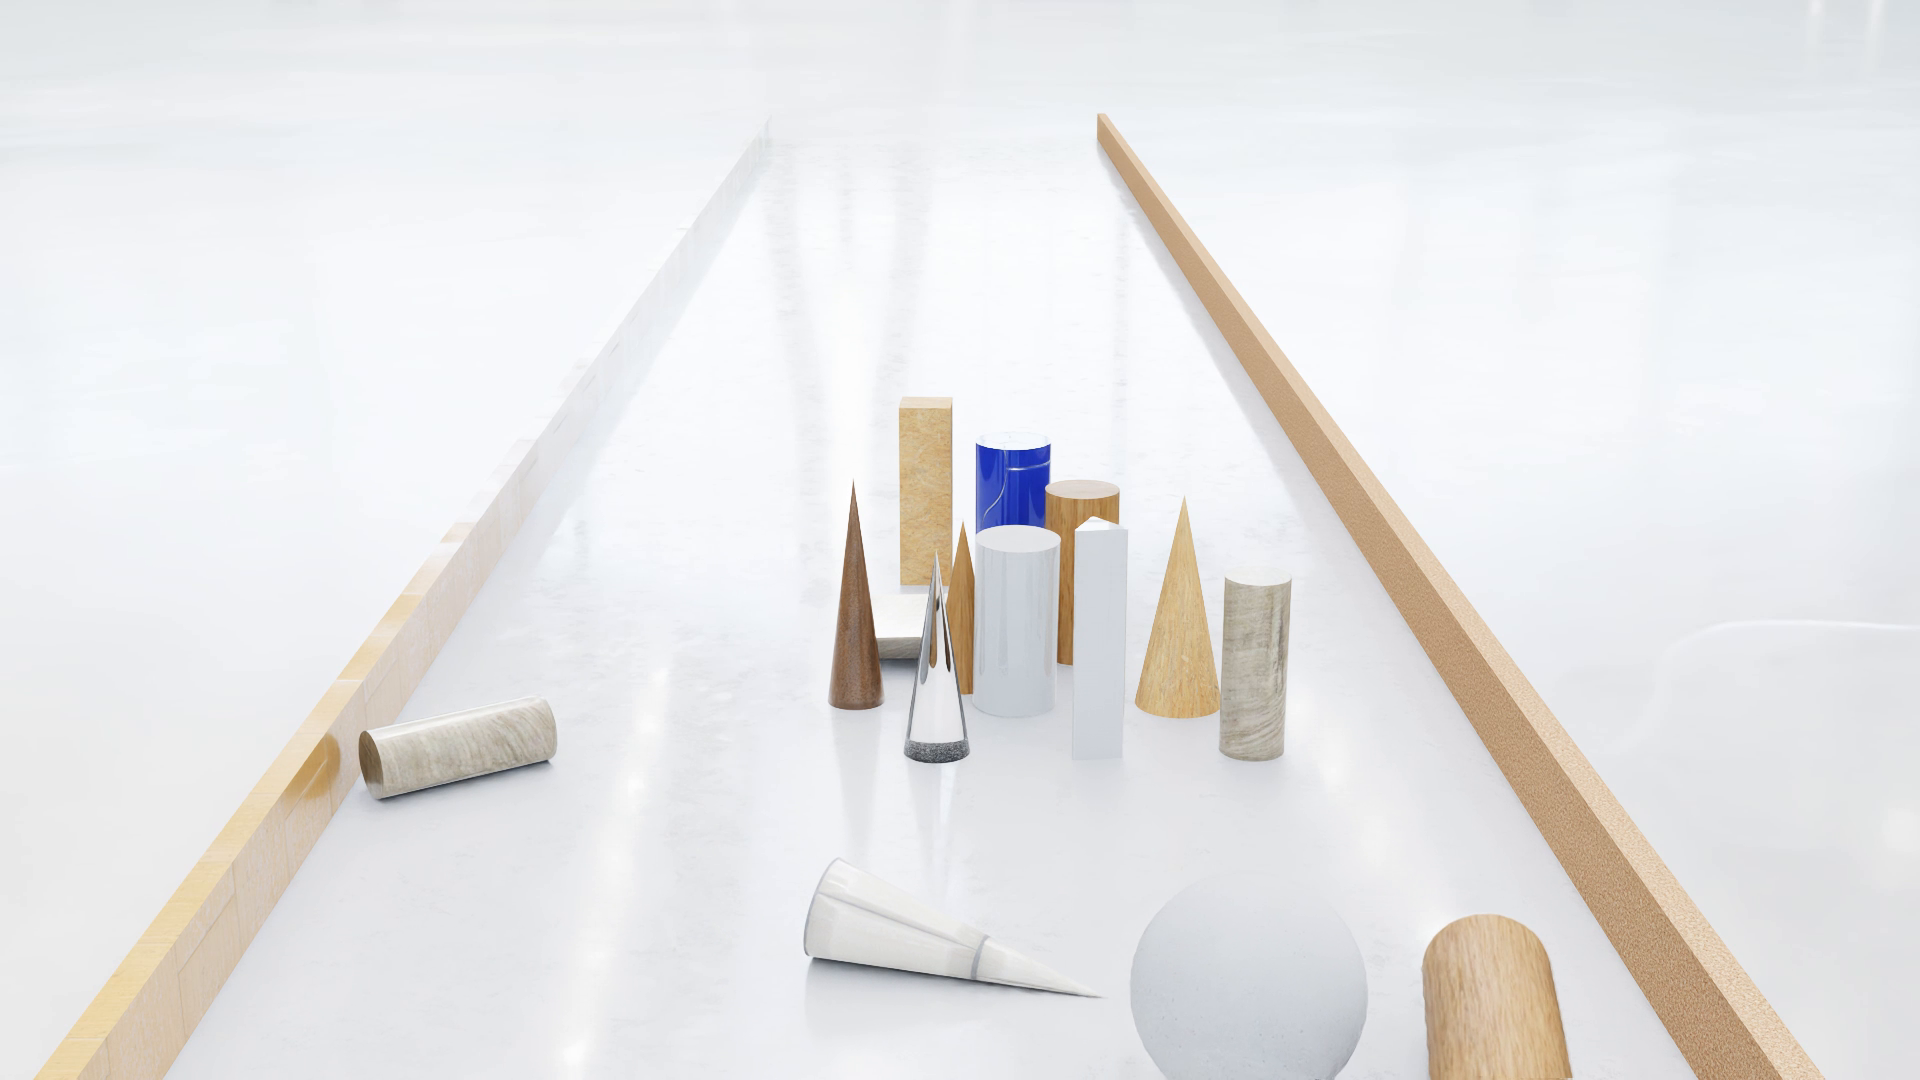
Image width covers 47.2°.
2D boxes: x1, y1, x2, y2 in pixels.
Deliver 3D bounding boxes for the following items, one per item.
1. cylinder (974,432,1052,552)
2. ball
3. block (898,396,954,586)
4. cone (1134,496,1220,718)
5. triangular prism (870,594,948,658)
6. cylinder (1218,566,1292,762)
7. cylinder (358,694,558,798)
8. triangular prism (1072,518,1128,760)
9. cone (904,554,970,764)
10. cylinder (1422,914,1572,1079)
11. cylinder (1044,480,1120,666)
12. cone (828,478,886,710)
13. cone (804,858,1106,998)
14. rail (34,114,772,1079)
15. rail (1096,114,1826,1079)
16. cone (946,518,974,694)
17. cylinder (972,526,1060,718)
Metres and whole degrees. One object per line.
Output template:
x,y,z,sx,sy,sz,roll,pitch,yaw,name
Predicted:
0.112,-0.026,4.648,0.160,0.380,0.160,0,17,0,cylinder
0.365,0.570,2.782,0.300,0.300,0.300,0,17,0,ball
-0.075,-0.109,4.883,0.112,0.404,0.112,1,17,3,block
0.415,0.111,4.126,0.166,0.415,0.166,0,17,0,cone
-0.020,0.161,4.392,0.366,0.111,0.128,-1,-19,-3,triangular prism
0.524,0.220,3.912,0.117,0.328,0.117,0,17,0,cylinder
-0.870,0.356,3.820,0.316,0.119,0.119,-11,20,-33,cylinder
0.240,0.174,3.895,0.092,0.425,0.080,-2,17,-8,triangular prism
-0.042,0.197,3.899,0.121,0.380,0.121,0,17,0,cone
0.674,0.643,2.762,0.171,0.171,0.434,3,17,9,cylinder
0.243,0.064,4.404,0.148,0.345,0.148,0,17,0,cylinder
-0.198,0.093,4.136,0.111,0.444,0.111,0,17,0,cone
0.006,0.586,3.128,0.435,0.148,0.148,15,20,15,cone
-1.118,-0.838,7.780,0.050,0.150,12.000,0,17,-1,rail
0.932,-0.844,7.801,0.050,0.150,12.000,0,17,-1,rail
0.006,0.118,4.240,0.129,0.336,0.129,0,17,0,cone
0.105,0.152,4.133,0.159,0.326,0.159,1,19,0,cylinder
